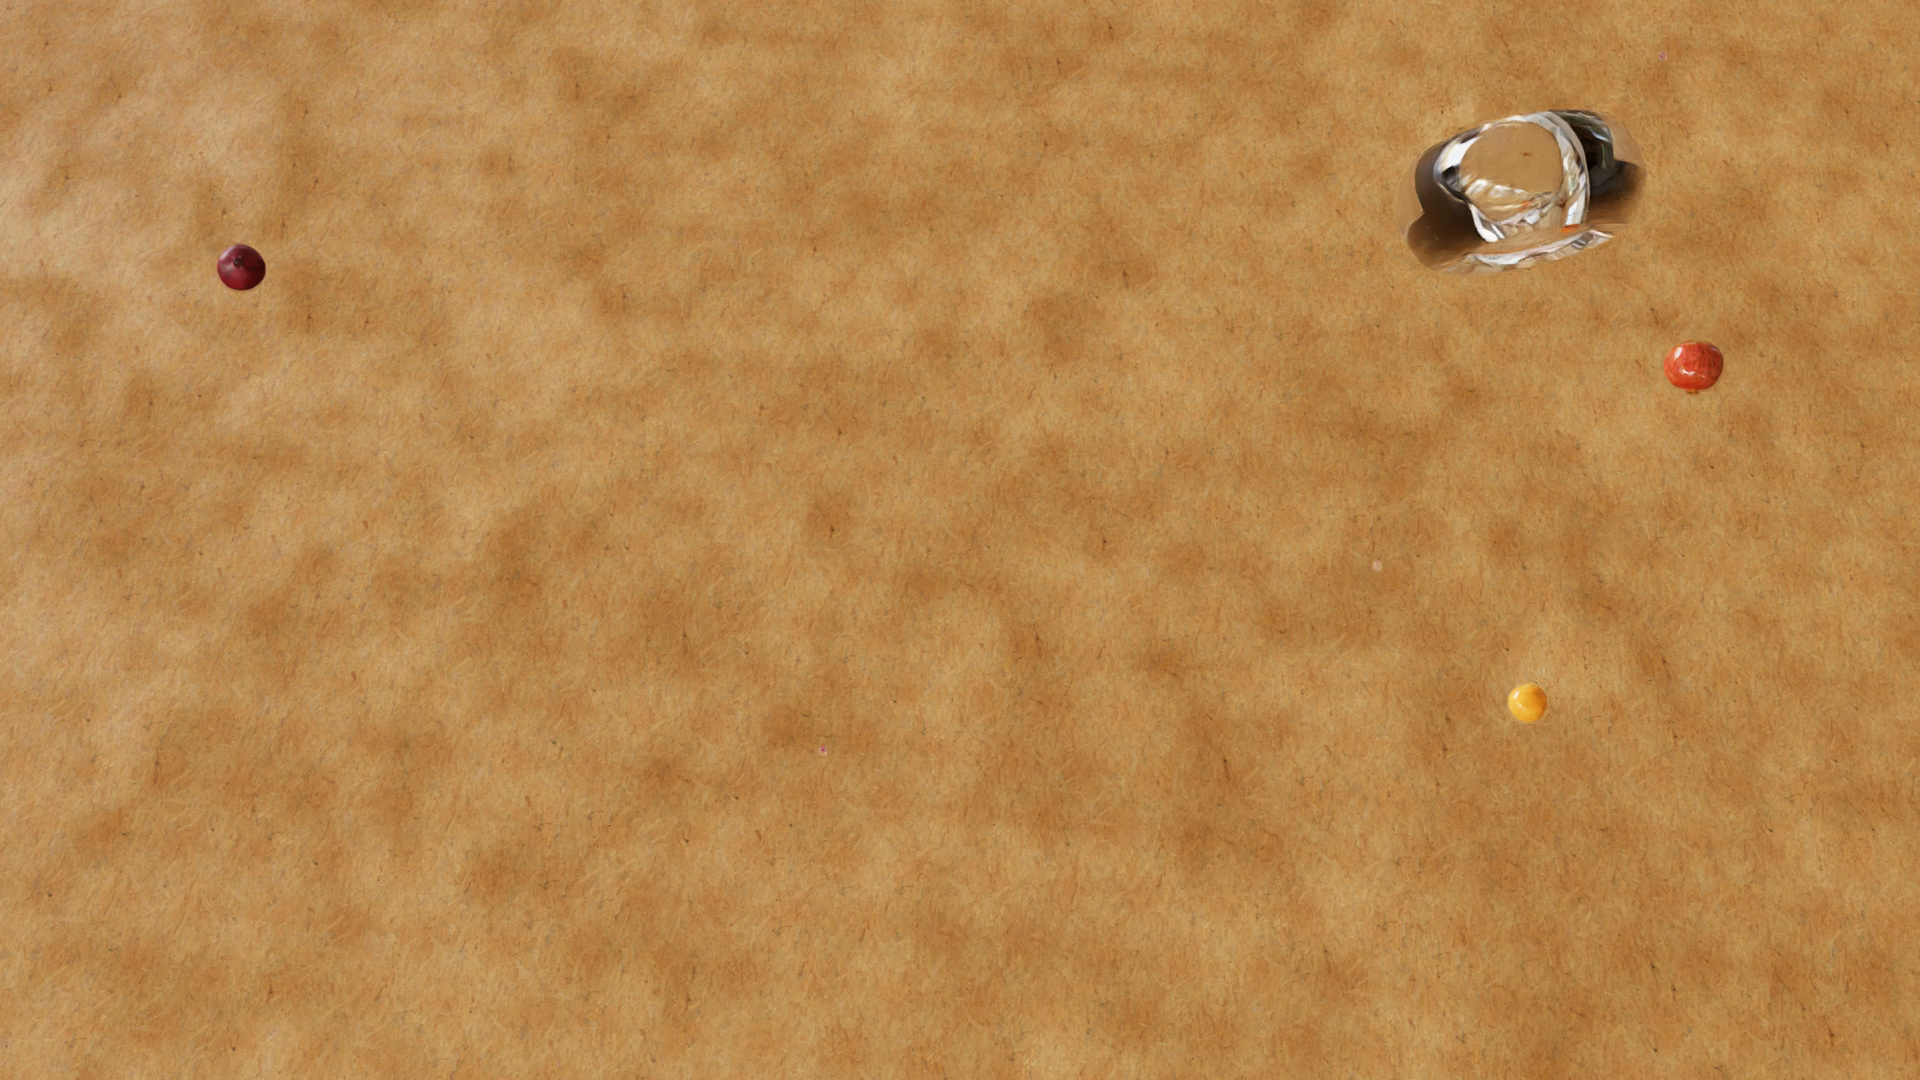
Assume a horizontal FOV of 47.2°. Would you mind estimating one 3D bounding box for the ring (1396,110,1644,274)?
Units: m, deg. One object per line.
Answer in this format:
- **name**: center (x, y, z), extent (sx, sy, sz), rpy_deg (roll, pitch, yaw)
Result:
- **ring**: center (0.643, -0.397, 2.529), extent (0.282, 0.355, 0.128), rpy_deg (-11, 85, 11)
